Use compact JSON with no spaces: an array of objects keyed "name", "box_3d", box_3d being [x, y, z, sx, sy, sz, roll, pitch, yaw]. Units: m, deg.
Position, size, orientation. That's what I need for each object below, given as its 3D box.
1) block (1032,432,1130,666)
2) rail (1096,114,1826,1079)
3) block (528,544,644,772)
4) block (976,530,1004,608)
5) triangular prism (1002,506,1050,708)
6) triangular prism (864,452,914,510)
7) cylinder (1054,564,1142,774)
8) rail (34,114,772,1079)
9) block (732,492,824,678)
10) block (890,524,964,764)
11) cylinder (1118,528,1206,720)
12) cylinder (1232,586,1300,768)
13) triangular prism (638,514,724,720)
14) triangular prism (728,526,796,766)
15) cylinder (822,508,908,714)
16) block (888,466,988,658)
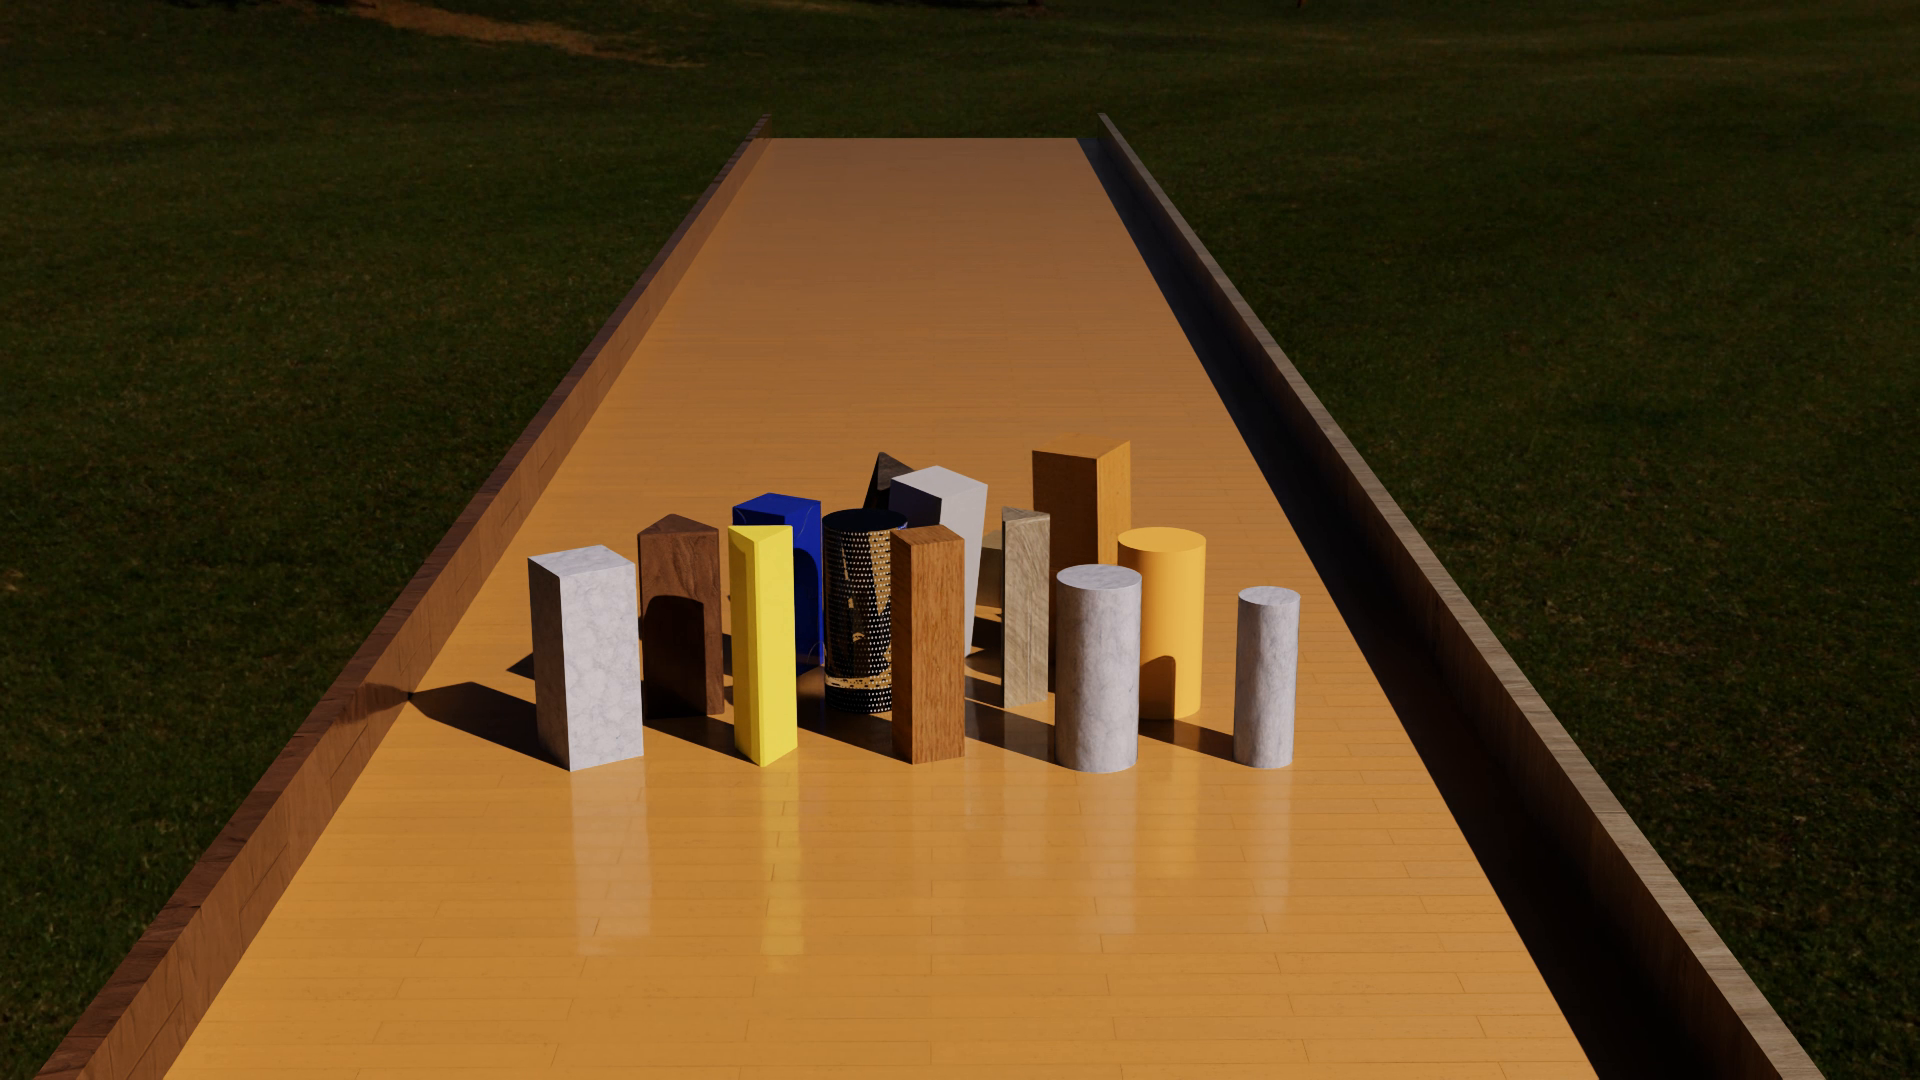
[{"name":"block","box_3d":[0.243,0.025,4.352,0.141,0.443,0.141,9,21,30]},{"name":"rail","box_3d":[0.932,-0.844,7.801,0.050,0.150,12.000,0,17,-1]},{"name":"block","box_3d":[-0.664,0.207,3.902,0.141,0.358,0.141,-11,20,-32]},{"name":"block","box_3d":[0.235,0.082,4.717,0.409,0.133,0.133,8,18,24]},{"name":"triangular prism","box_3d":[0.103,0.124,4.163,0.100,0.368,0.087,-9,19,-28]},{"name":"triangular prism","box_3d":[-0.183,0.003,4.514,0.124,0.393,0.107,-10,47,-31]},{"name":"cylinder","box_3d":[0.242,0.226,3.876,0.149,0.338,0.149,0,17,0]},{"name":"rail","box_3d":[-1.118,-0.838,7.780,0.050,0.150,12.000,0,17,-1]},{"name":"block","box_3d":[-0.357,0.091,4.329,0.123,0.337,0.123,9,19,29]},{"name":"block","box_3d":[-0.057,0.185,3.894,0.100,0.405,0.100,-7,18,-22]},{"name":"cylinder","box_3d":[0.375,0.155,4.132,0.164,0.326,0.164,0,17,0]},{"name":"cylinder","box_3d":[0.540,0.242,3.880,0.107,0.303,0.107,0,17,0]},{"name":"triangular prism","box_3d":[-0.528,0.140,4.125,0.146,0.359,0.126,-4,17,-12]},{"name":"triangular prism","box_3d":[-0.336,0.181,3.891,0.096,0.415,0.111,-10,19,-30]},{"name":"cylinder","box_3d":[-0.178,0.133,4.154,0.160,0.356,0.160,0,17,0]},{"name":"block","box_3d":[-0.057,0.057,4.363,0.135,0.369,0.135,22,27,36]}]
